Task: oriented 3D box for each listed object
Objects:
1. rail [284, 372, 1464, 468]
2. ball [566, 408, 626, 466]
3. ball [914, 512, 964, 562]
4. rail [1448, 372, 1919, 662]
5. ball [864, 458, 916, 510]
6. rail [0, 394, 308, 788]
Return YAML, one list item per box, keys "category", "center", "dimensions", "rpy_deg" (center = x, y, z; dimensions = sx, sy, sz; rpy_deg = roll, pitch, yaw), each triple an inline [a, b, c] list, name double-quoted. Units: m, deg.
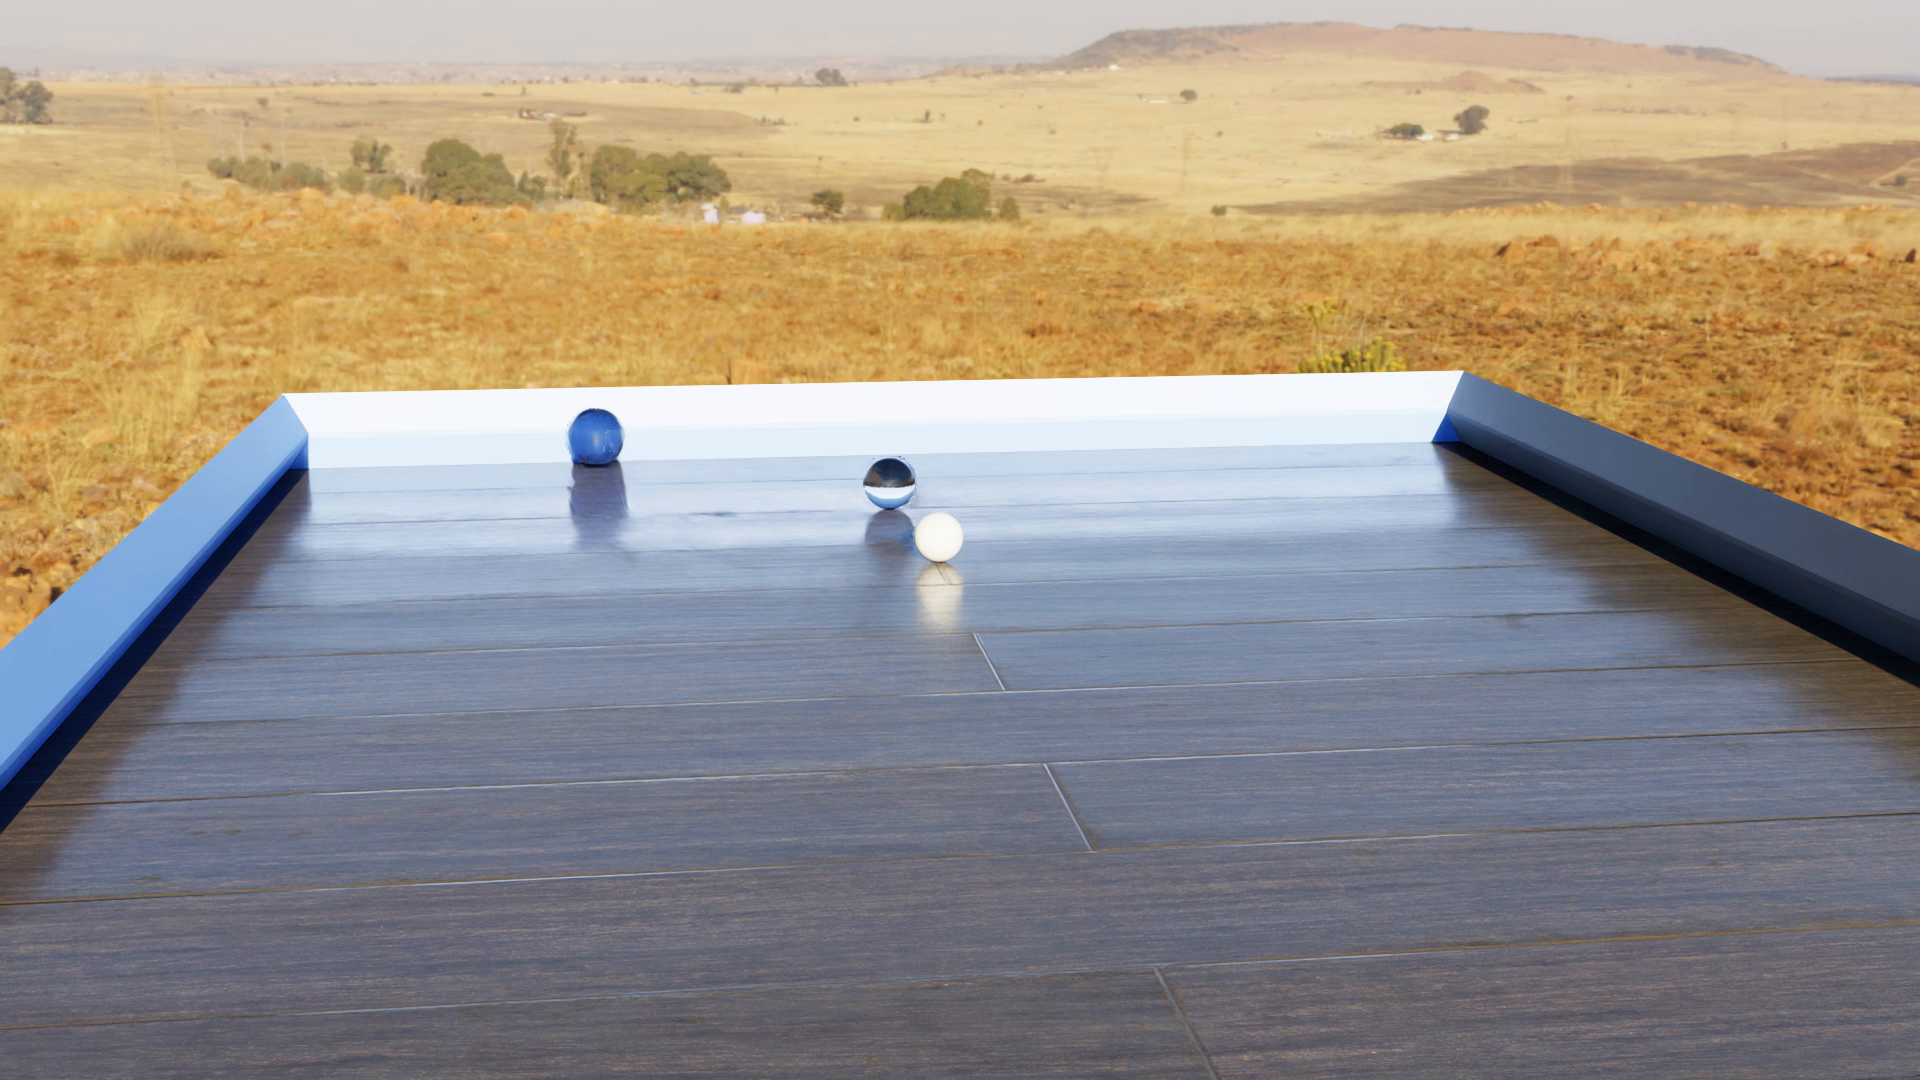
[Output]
- category: "rail"
  center: [-0.112, -0.207, 3.806]
  dimensions: [2.059, 0.126, 0.045]
  rpy_deg: [-2, 13, -7]
- category: "ball"
  center: [-0.607, -0.173, 3.670]
  dimensions: [0.097, 0.097, 0.097]
  rpy_deg: [0, 12, 0]
- category: "ball"
  center: [-0.029, -0.004, 3.025]
  dimensions: [0.068, 0.068, 0.068]
  rpy_deg: [0, 12, 0]
- category: "rail"
  center: [1.112, 0.131, 2.279]
  dimensions: [0.045, 0.126, 3.472]
  rpy_deg: [-2, 13, -7]
- category: "ball"
  center: [-0.108, -0.087, 3.374]
  dimensions: [0.080, 0.080, 0.080]
  rpy_deg: [0, 12, 0]
- category: "rail"
  center: [-0.882, 0.189, 2.020]
  dimensions: [0.045, 0.126, 3.472]
  rpy_deg: [-2, 13, -7]
